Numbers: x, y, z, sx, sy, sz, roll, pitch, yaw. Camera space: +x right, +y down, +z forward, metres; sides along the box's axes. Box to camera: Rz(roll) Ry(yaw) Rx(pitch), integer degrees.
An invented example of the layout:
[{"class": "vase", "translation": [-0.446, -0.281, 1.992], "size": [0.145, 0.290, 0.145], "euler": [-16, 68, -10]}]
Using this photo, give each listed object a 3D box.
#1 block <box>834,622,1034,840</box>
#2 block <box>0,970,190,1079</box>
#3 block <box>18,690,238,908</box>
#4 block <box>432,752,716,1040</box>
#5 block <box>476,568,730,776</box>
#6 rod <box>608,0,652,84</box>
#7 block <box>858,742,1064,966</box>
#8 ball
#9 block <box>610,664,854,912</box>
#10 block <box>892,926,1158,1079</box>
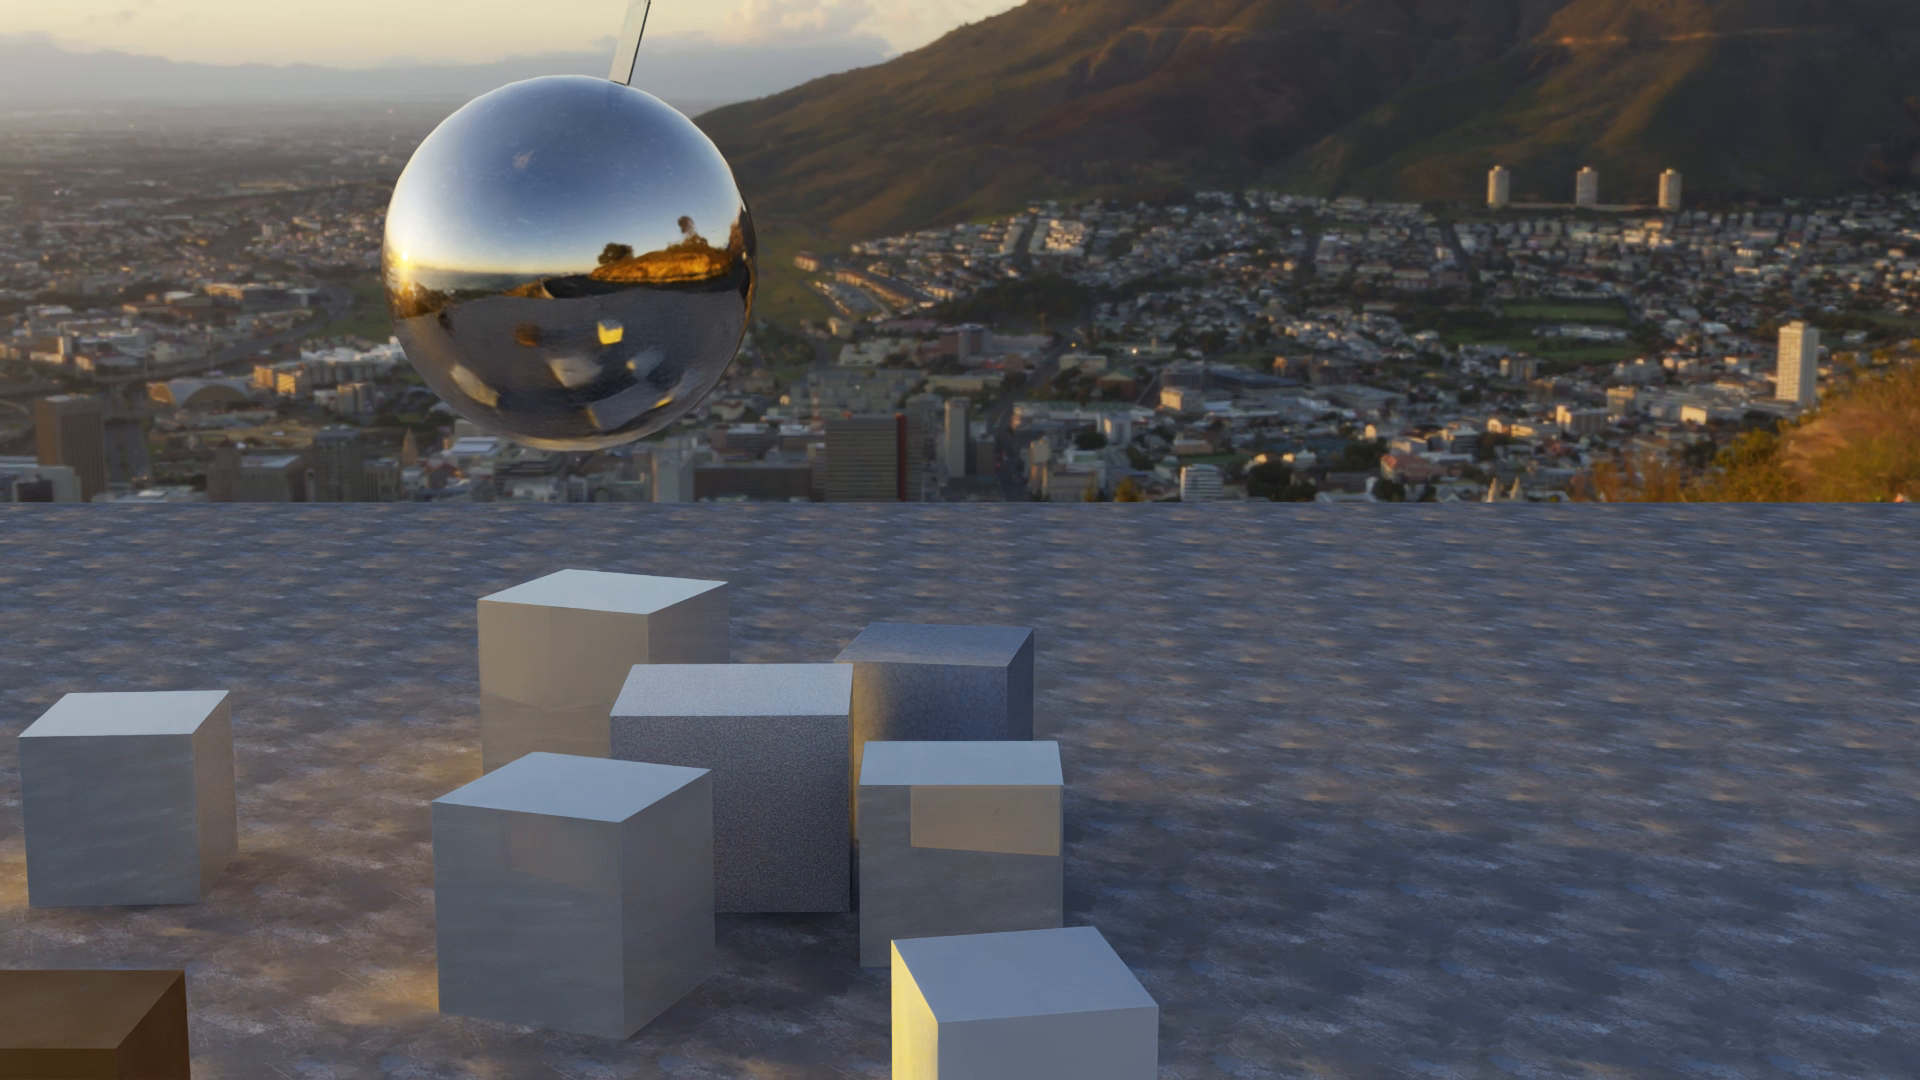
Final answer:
[{"class": "block", "translation": [-0.111, 0.908, 12.193], "size": [0.804, 0.852, 0.843], "euler": [2, 10, 10]}, {"class": "block", "translation": [-2.852, 1.769, 7.968], "size": [0.722, 0.667, 0.678], "euler": [0, 10, 0]}, {"class": "block", "translation": [-3.640, 1.124, 11.288], "size": [0.721, 0.749, 0.781], "euler": [-1, 10, -4]}, {"class": "block", "translation": [-1.469, 1.343, 9.854], "size": [0.787, 0.831, 0.768], "euler": [4, 11, 20]}, {"class": "block", "translation": [-1.786, 0.717, 12.997], "size": [0.957, 0.939, 0.861], "euler": [4, 11, 22]}, {"class": "rod", "translation": [-0.720, -4.391, 10.382], "size": [0.080, 5.200, 0.080], "euler": [16, 10, -3]}, {"class": "block", "translation": [0.005, 1.271, 10.484], "size": [0.806, 0.748, 0.677], "euler": [0, 10, 0]}, {"class": "ball", "translation": [-1.661, -1.177, 10.966], "size": [1.600, 1.600, 1.600], "euler": [0, 10, 0]}, {"class": "block", "translation": [-0.975, 1.071, 11.273], "size": [0.999, 0.859, 0.956], "euler": [0, 10, -1]}, {"class": "block", "translation": [0.193, 1.712, 8.269], "size": [0.694, 0.673, 0.771], "euler": [-2, 11, -12]}]
